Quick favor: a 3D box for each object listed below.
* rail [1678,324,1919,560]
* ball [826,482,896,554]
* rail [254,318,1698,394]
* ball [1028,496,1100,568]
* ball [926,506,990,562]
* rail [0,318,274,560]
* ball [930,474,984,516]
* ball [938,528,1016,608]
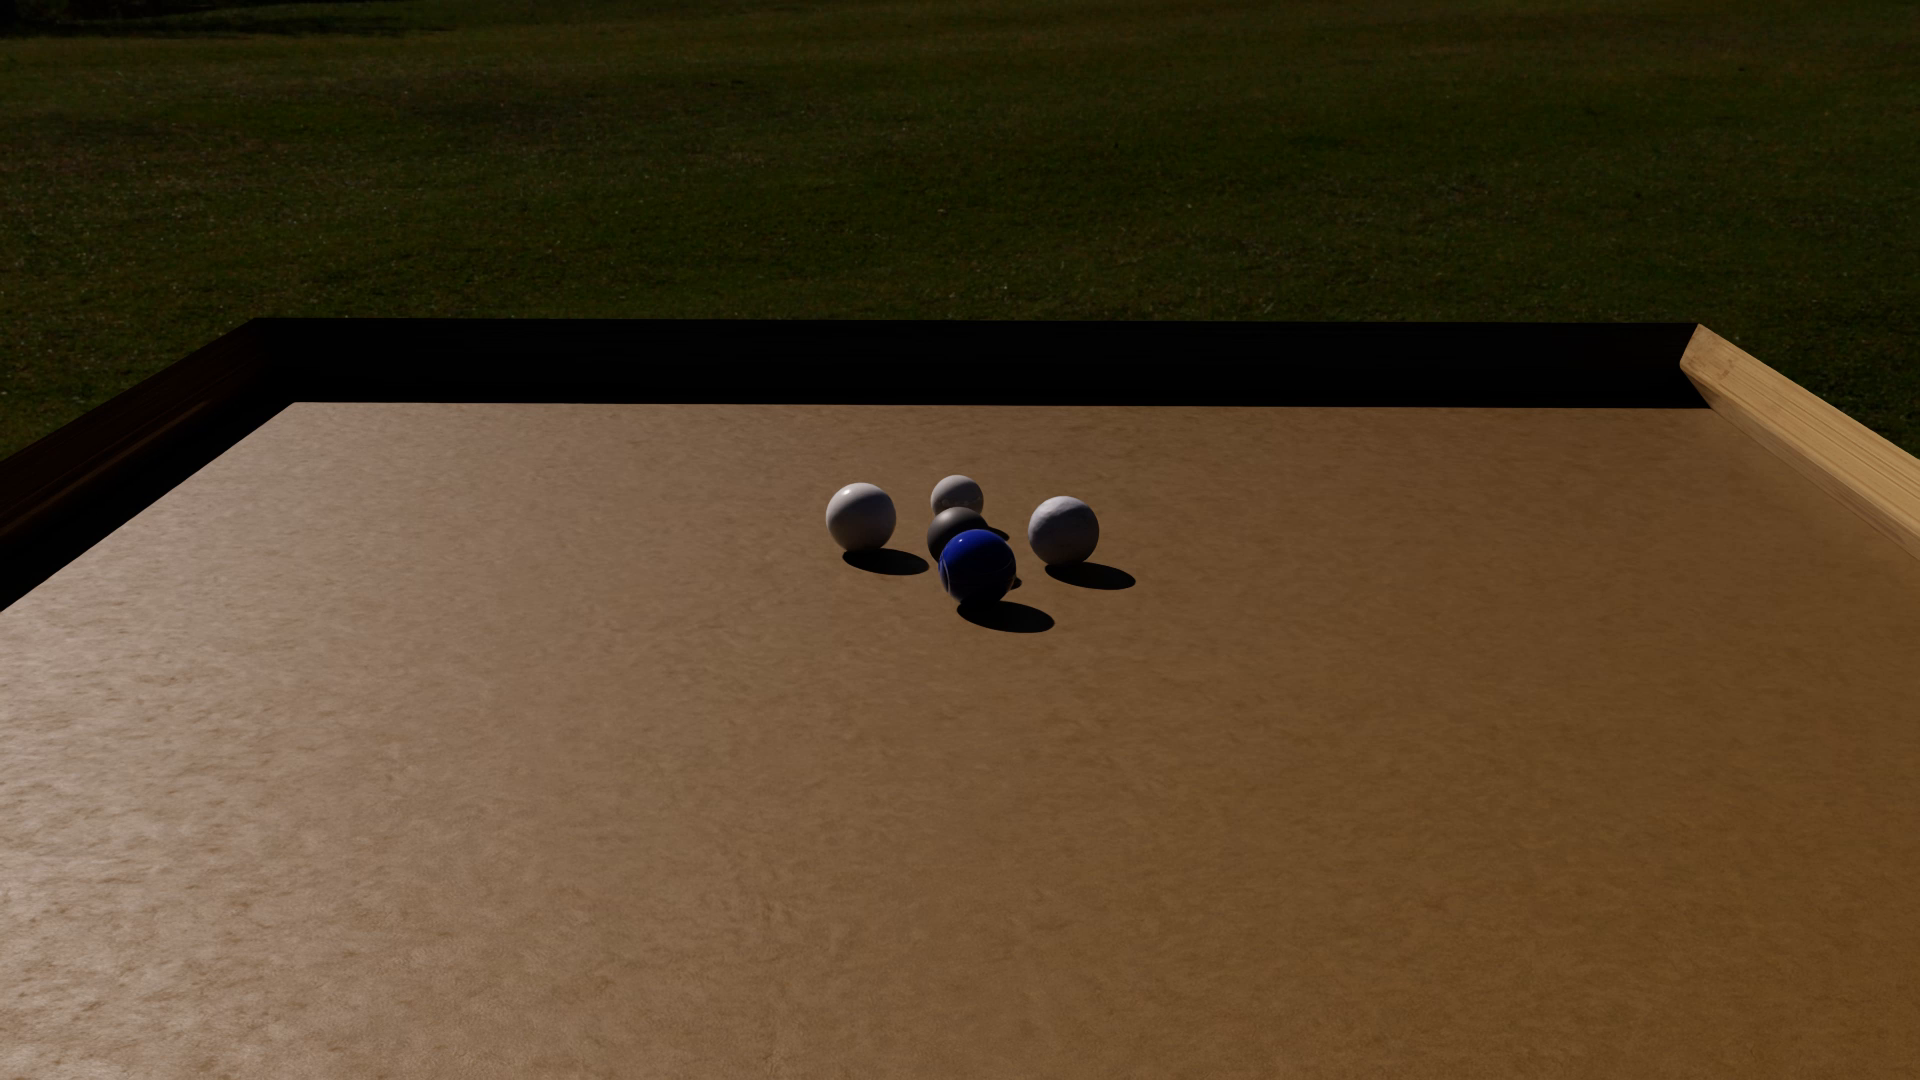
[{"bbox_3d":[1.222,0.294,1.772,0.045,0.125,4.331,0,16,1],"label":"rail"},{"bbox_3d":[-0.132,-0.029,2.927,0.095,0.095,0.095,0,16,0],"label":"ball"},{"bbox_3d":[0.021,-0.318,3.849,2.535,0.125,0.045,0,16,1],"label":"rail"},{"bbox_3d":[0.135,-0.011,2.867,0.093,0.093,0.093,0,16,0],"label":"ball"},{"bbox_3d":[-0.001,-0.001,2.853,0.083,0.083,0.083,0,16,0],"label":"ball"},{"bbox_3d":[-1.265,0.280,1.819,0.045,0.125,4.331,0,16,1],"label":"rail"},{"bbox_3d":[-0.004,-0.053,3.046,0.074,0.074,0.074,0,16,0],"label":"ball"},{"bbox_3d":[0.021,0.035,2.708,0.096,0.096,0.096,0,16,0],"label":"ball"}]
